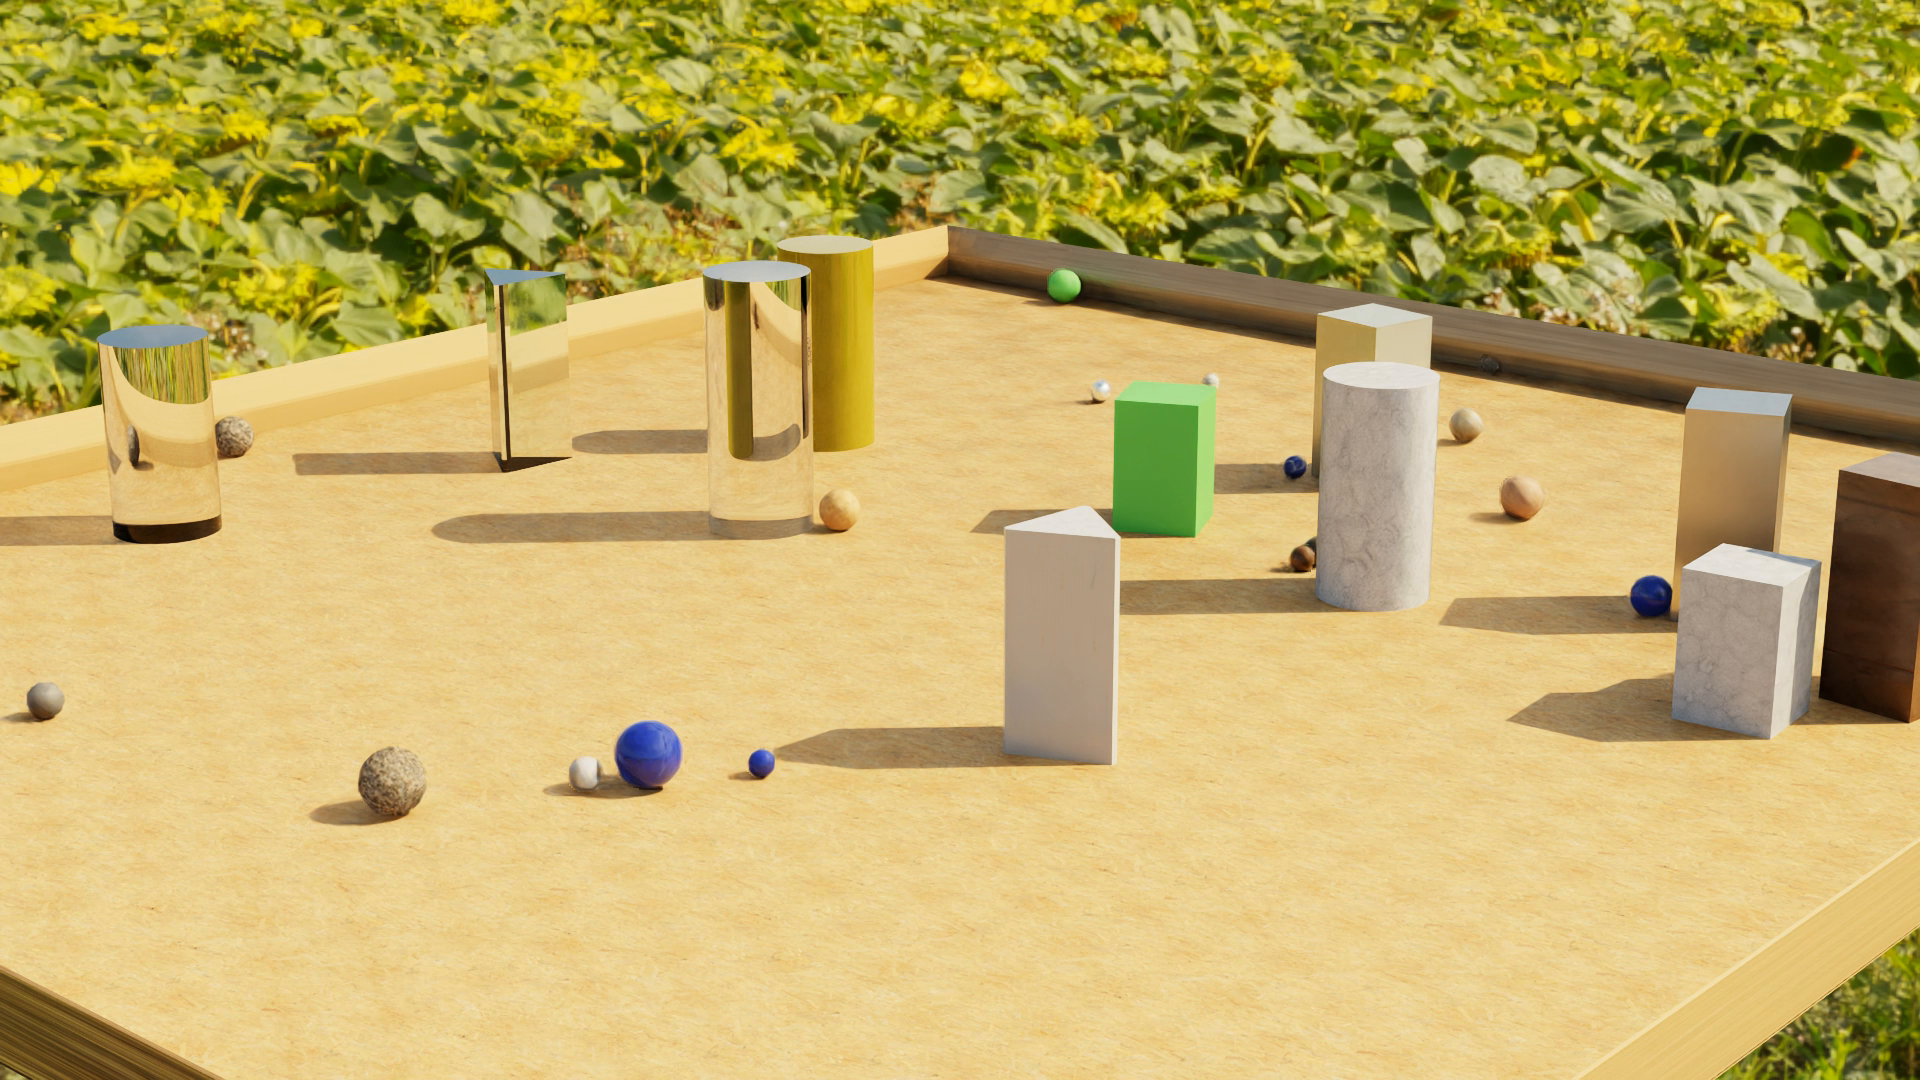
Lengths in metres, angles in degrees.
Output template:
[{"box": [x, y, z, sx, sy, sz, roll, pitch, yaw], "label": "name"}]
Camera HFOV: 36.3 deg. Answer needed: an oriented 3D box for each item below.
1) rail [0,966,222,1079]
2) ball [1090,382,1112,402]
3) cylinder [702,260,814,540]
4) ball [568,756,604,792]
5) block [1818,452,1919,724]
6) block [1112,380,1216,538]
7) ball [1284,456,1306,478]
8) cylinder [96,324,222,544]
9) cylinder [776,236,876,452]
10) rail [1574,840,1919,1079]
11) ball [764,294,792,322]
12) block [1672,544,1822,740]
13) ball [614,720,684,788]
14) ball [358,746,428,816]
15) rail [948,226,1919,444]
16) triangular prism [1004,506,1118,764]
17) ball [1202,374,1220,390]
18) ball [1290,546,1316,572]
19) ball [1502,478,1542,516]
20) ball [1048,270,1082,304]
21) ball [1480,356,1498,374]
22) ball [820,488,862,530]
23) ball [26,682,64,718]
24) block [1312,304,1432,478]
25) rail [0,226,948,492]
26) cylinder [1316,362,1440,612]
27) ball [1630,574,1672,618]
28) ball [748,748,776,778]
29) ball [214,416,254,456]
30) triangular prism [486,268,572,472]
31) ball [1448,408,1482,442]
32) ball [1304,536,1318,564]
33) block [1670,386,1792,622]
[{"box": [-1.353, 0.482, 3.628, 3.716, 0.129, 0.045, 14, 22, 39], "label": "rail"}, {"box": [0.310, -0.327, 6.459, 0.047, 0.047, 0.047, 0, 17, 0], "label": "ball"}, {"box": [-0.375, -0.262, 5.481, 0.199, 0.488, 0.199, 0, 17, 0], "label": "cylinder"}, {"box": [-0.542, 0.338, 4.244, 0.051, 0.051, 0.051, 0, 17, 0], "label": "ball"}, {"box": [1.468, 0.072, 4.570, 0.159, 0.373, 0.159, -15, 22, -40], "label": "block"}, {"box": [0.386, -0.154, 5.528, 0.159, 0.253, 0.159, 5, 17, 16], "label": "block"}, {"box": [0.669, -0.145, 5.859, 0.045, 0.045, 0.045, 0, 17, 0], "label": "ball"}, {"box": [-1.492, -0.199, 5.470, 0.199, 0.372, 0.199, 0, 17, 0], "label": "cylinder"}, {"box": [-0.278, -0.410, 6.095, 0.199, 0.416, 0.199, 0, 17, 0], "label": "cylinder"}, {"box": [1.385, 0.379, 3.968, 0.045, 0.129, 4.174, 14, 22, 39], "label": "rail"}, {"box": [-0.449, -0.575, 7.245, 0.068, 0.068, 0.068, 0, 17, 0], "label": "ball"}, {"box": [1.212, 0.154, 4.521, 0.159, 0.244, 0.159, 12, 20, 34], "label": "block"}, {"box": [-0.451, 0.311, 4.252, 0.100, 0.100, 0.100, 0, 17, 0], "label": "ball"}, {"box": [-0.804, 0.341, 4.154, 0.097, 0.097, 0.097, 0, 17, 0], "label": "ball"}, {"box": [1.353, -0.417, 6.612, 3.716, 0.129, 0.045, 14, 22, 39], "label": "rail"}, {"box": [0.169, 0.137, 4.391, 0.173, 0.351, 0.149, 5, 17, 16], "label": "triangular prism"}, {"box": [0.559, -0.349, 6.545, 0.041, 0.041, 0.041, 0, 17, 0], "label": "ball"}, {"box": [0.615, 0.033, 5.265, 0.047, 0.047, 0.047, 0, 17, 0], "label": "ball"}, {"box": [1.071, -0.082, 5.584, 0.074, 0.074, 0.074, 0, 17, 0], "label": "ball"}, {"box": [0.265, -0.644, 7.446, 0.085, 0.085, 0.085, 0, 17, 0], "label": "ball"}, {"box": [1.213, -0.402, 6.717, 0.042, 0.042, 0.042, 0, 17, 0], "label": "ball"}, {"box": [-0.225, -0.057, 5.510, 0.079, 0.079, 0.079, 0, 17, 0], "label": "ball"}, {"box": [-1.415, 0.247, 4.535, 0.057, 0.057, 0.057, 0, 17, 0], "label": "ball"}, {"box": [0.817, -0.285, 5.826, 0.159, 0.331, 0.159, -13, 21, -37], "label": "block"}, {"box": [-1.385, -0.314, 6.271, 0.045, 0.129, 4.174, 14, 22, 39], "label": "rail"}, {"box": [0.723, -0.094, 5.084, 0.199, 0.394, 0.199, 0, 17, 0], "label": "cylinder"}, {"box": [1.182, 0.095, 5.012, 0.073, 0.073, 0.073, 0, 17, 0], "label": "ball"}, {"box": [-0.291, 0.327, 4.298, 0.041, 0.041, 0.041, 0, 17, 0], "label": "ball"}, {"box": [-1.491, -0.214, 6.020, 0.085, 0.085, 0.085, 0, 17, 0], "label": "ball"}, {"box": [-0.909, -0.352, 5.957, 0.149, 0.384, 0.173, 16, 23, 43], "label": "triangular prism"}, {"box": [1.058, -0.240, 6.129, 0.070, 0.070, 0.070, 0, 17, 0], "label": "ball"}, {"box": [0.646, 0.019, 5.304, 0.051, 0.051, 0.051, 0, 17, 0], "label": "ball"}, {"box": [1.312, -0.054, 4.986, 0.159, 0.374, 0.159, 6, 18, 19], "label": "block"}]
